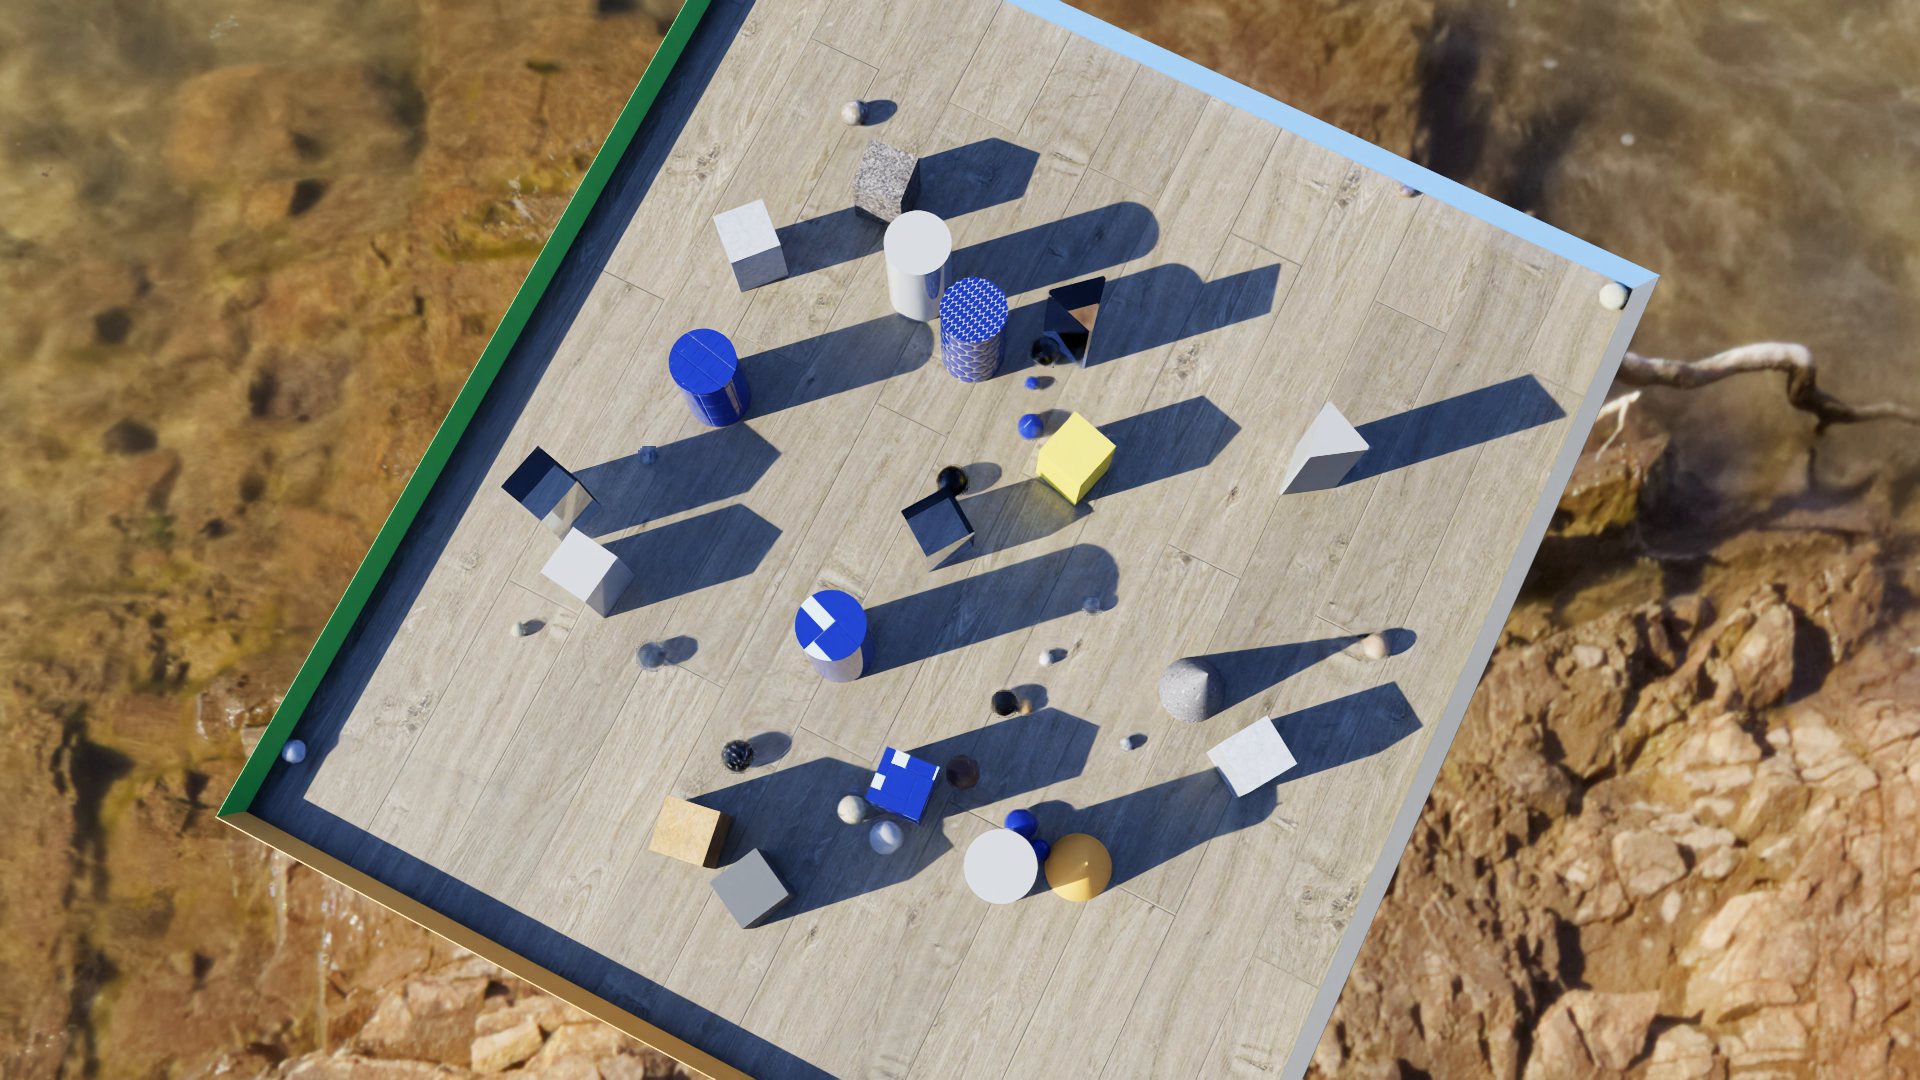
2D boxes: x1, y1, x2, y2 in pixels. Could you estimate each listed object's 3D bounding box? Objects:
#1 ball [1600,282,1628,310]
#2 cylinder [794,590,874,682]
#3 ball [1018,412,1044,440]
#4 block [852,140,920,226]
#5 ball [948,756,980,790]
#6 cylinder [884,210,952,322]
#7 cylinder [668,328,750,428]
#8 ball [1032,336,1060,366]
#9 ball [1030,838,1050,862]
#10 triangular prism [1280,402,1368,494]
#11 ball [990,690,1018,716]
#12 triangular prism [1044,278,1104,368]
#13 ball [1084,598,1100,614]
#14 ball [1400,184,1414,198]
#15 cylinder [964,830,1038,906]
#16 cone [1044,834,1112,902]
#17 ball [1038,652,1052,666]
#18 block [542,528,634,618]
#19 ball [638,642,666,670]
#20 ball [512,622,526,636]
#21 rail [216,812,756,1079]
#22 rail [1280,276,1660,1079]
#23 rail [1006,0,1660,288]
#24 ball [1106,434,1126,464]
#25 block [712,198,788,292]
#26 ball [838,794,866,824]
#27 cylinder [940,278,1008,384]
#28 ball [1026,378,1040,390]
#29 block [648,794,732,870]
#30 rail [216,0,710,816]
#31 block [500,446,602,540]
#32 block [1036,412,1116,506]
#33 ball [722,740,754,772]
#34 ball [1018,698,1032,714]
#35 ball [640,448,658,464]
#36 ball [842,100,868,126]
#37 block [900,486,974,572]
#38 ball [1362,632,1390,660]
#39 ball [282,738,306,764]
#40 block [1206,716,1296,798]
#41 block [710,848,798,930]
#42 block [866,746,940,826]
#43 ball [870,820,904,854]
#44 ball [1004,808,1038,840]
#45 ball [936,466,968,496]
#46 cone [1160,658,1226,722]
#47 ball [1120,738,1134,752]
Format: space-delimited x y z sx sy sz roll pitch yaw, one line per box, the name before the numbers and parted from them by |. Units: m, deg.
ball | 2.044 -0.763 5.731 0.086 0.086 0.086 0 78 0
cylinder | -0.358 0.285 5.310 0.199 0.485 0.199 0 78 0
ball | 0.218 -0.351 5.648 0.080 0.080 0.080 0 78 0
block | -0.228 -1.102 5.717 0.160 0.250 0.160 20 79 4
ball | 0.012 0.689 5.424 0.098 0.098 0.098 0 78 0
cylinder | -0.124 -0.826 5.569 0.199 0.428 0.199 0 78 0
cylinder | -0.750 -0.484 5.527 0.199 0.372 0.199 0 78 0
ball | 0.267 -0.585 5.691 0.092 0.092 0.092 0 78 0
ball | 0.231 0.915 5.392 0.070 0.070 0.070 0 78 0
triangular prism | 1.060 -0.273 5.430 0.173 0.476 0.150 -8 78 -2
ball | 0.132 0.486 5.476 0.079 0.079 0.079 0 78 0
triangular prism | 0.374 -0.683 5.563 0.173 0.383 0.150 44 82 8
ball | 0.400 0.199 5.549 0.051 0.051 0.051 0 78 0
ball | 1.419 -1.109 5.824 0.044 0.044 0.044 0 78 0
cylinder | 0.110 0.929 5.179 0.199 0.481 0.199 0 78 0
cone | 0.350 0.926 5.219 0.199 0.404 0.199 0 78 0
ball | 0.258 0.356 5.521 0.043 0.043 0.043 0 78 0
block | -1.102 0.100 5.446 0.160 0.293 0.160 33 80 6
ball | -0.927 0.347 5.503 0.082 0.082 0.082 0 78 0
ball | -1.332 0.271 5.538 0.043 0.043 0.043 0 78 0
rail | -0.753 1.481 5.243 3.125 0.130 0.045 26 80 5
rail | 1.376 0.681 5.408 0.045 0.130 3.414 26 80 5
rail | 0.753 -1.467 5.853 3.125 0.130 0.045 26 80 5
ball | 0.469 -0.280 5.630 0.088 0.088 0.088 0 78 0
block | -0.645 -0.908 5.670 0.160 0.265 0.160 -21 79 -4
ball | -0.318 0.794 5.409 0.086 0.086 0.086 0 78 0
cylinder | 0.041 -0.628 5.536 0.199 0.412 0.199 0 78 0
ball | 0.226 -0.485 5.695 0.043 0.043 0.043 0 78 0
block | -0.776 0.847 5.298 0.160 0.281 0.160 17 79 3
rail | -1.376 -0.667 5.688 0.045 0.130 3.414 26 80 5
block | -1.212 -0.127 5.460 0.160 0.358 0.160 39 81 7
block | 0.347 -0.243 5.528 0.160 0.272 0.160 41 81 8
ball | -0.660 0.640 5.435 0.096 0.096 0.096 0 78 0
ball | 0.196 0.498 5.492 0.043 0.043 0.043 0 78 0
ball | -0.959 -0.260 5.643 0.053 0.053 0.053 0 78 0
ball | -0.338 -1.367 5.857 0.083 0.083 0.083 0 78 0
block | -0.066 -0.031 5.500 0.160 0.241 0.160 -28 80 -6
ball | 1.252 0.320 5.509 0.081 0.081 0.081 0 78 0
ball | -1.981 0.627 5.450 0.071 0.071 0.071 0 78 0
block | 0.847 0.635 5.340 0.160 0.285 0.160 -30 80 -6
block | -0.589 1.002 5.256 0.160 0.299 0.160 -36 81 -7
block | -0.162 0.716 5.309 0.160 0.312 0.160 21 79 4
ball | -0.215 0.875 5.385 0.100 0.100 0.100 0 78 0
ball | 0.180 0.839 5.394 0.096 0.096 0.096 0 78 0
ball | -0.025 -0.180 5.606 0.094 0.094 0.094 0 78 0
cone | 0.699 0.414 5.343 0.199 0.368 0.199 0 78 0
ball | 0.496 0.610 5.470 0.041 0.041 0.041 0 78 0
